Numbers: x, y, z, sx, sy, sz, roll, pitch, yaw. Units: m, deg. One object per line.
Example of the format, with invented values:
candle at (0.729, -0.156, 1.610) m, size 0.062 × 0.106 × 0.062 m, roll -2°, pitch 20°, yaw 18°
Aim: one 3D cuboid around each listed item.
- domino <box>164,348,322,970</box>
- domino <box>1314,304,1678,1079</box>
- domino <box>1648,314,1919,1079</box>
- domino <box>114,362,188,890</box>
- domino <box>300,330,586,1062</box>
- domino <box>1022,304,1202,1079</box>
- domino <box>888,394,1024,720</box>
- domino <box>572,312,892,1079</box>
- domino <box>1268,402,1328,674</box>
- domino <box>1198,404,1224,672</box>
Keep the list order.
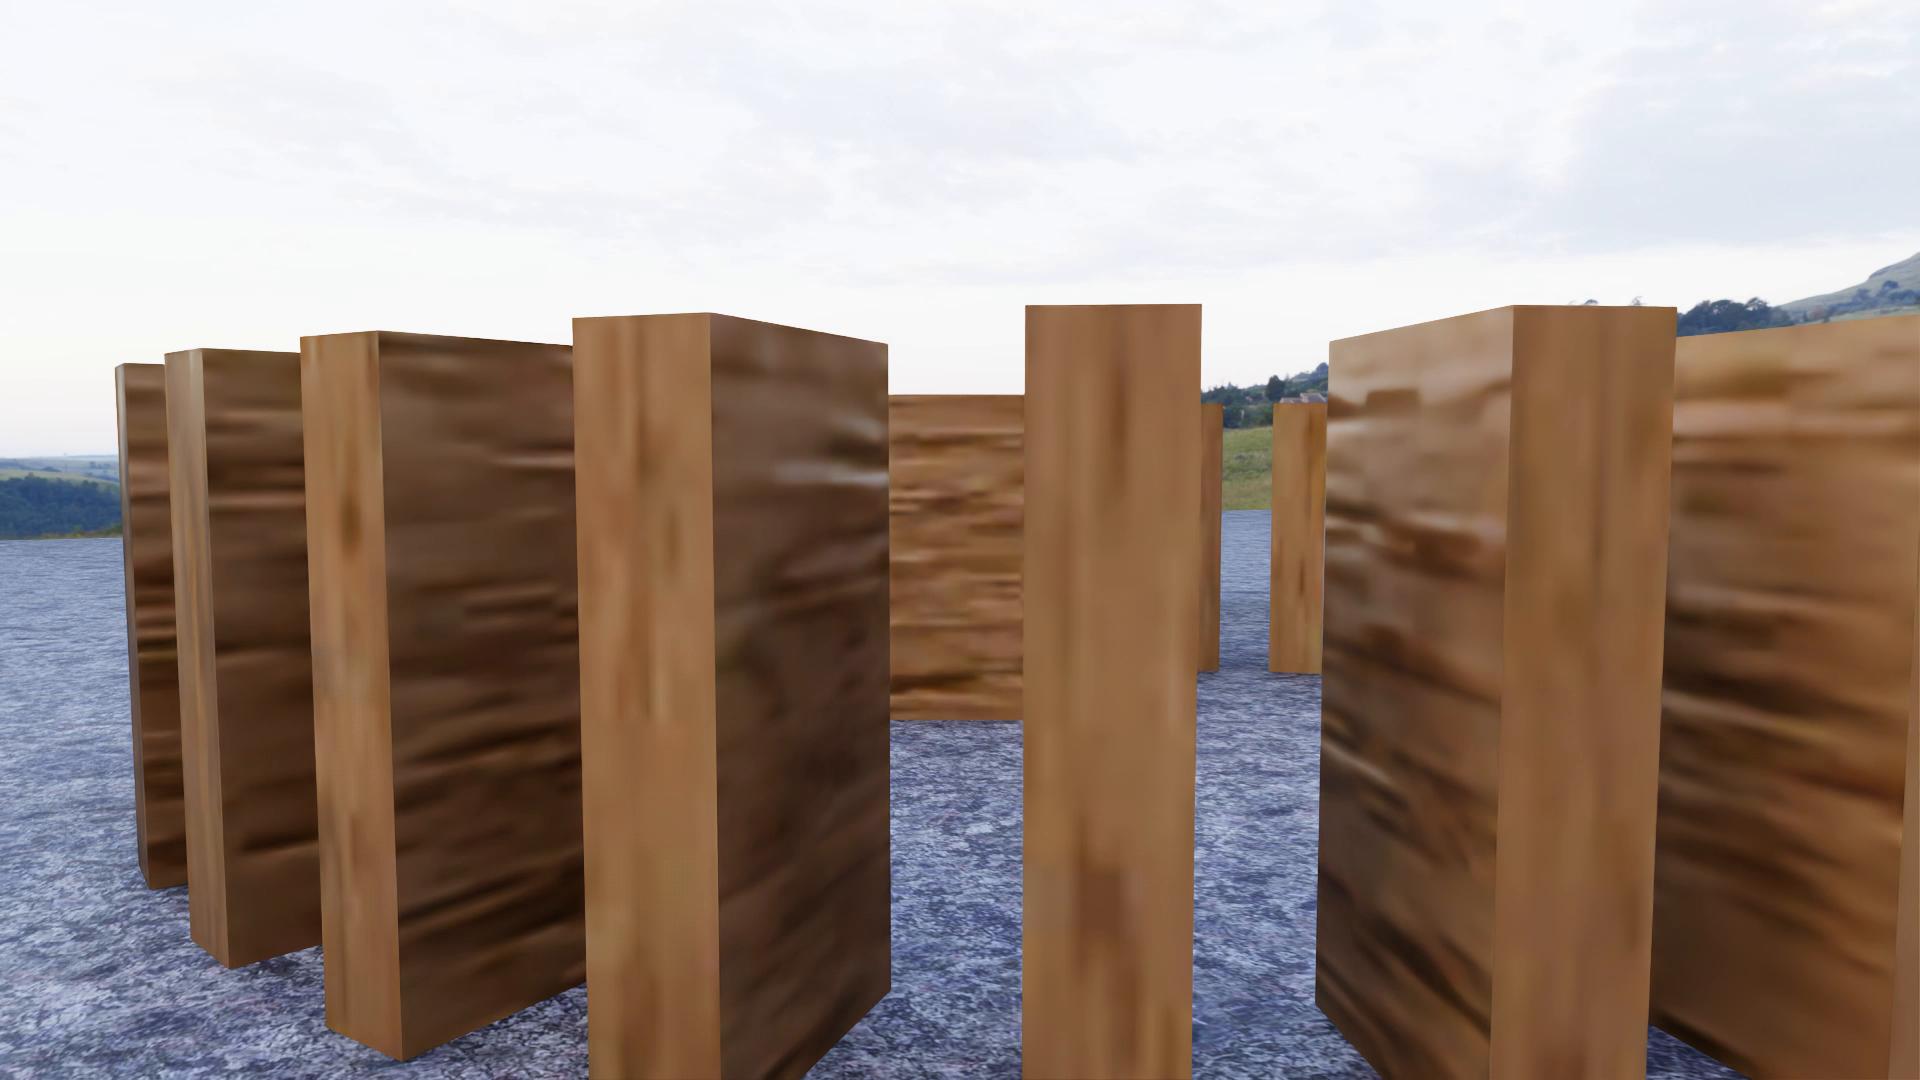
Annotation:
domino at (-0.054, 0.009, 0.114) m, size 0.010 × 0.050 × 0.025 m, roll 4°, pitch 6°, yaw 43°
domino at (0.033, 0.011, 0.084) m, size 0.009 × 0.050 × 0.025 m, roll 0°, pitch 4°, yaw -7°
domino at (0.057, 0.011, 0.089) m, size 0.009 × 0.050 × 0.025 m, roll -1°, pitch 4°, yaw -17°
domino at (-0.070, 0.008, 0.132) m, size 0.025 × 0.050 × 0.010 m, roll -3°, pitch 5°, yaw -38°
domino at (-0.035, 0.010, 0.100) m, size 0.009 × 0.050 × 0.025 m, roll 3°, pitch 5°, yaw 34°
domino at (0.009, 0.011, 0.083) m, size 0.009 × 0.050 × 0.025 m, roll 0°, pitch 4°, yaw 4°
domino at (0.000, 0.002, 0.201) m, size 0.025 × 0.050 × 0.009 m, roll 0°, pitch 4°, yaw 0°
domino at (-0.014, 0.011, 0.088) m, size 0.009 × 0.050 × 0.025 m, roll 2°, pitch 5°, yaw 21°
domino at (0.065, -0.001, 0.249) m, size 0.010 × 0.050 × 0.025 m, roll 1°, pitch 4°, yaw 14°
domino at (0.042, -0.001, 0.251) m, size 0.009 × 0.050 × 0.025 m, roll -1°, pitch 4°, yaw -11°
